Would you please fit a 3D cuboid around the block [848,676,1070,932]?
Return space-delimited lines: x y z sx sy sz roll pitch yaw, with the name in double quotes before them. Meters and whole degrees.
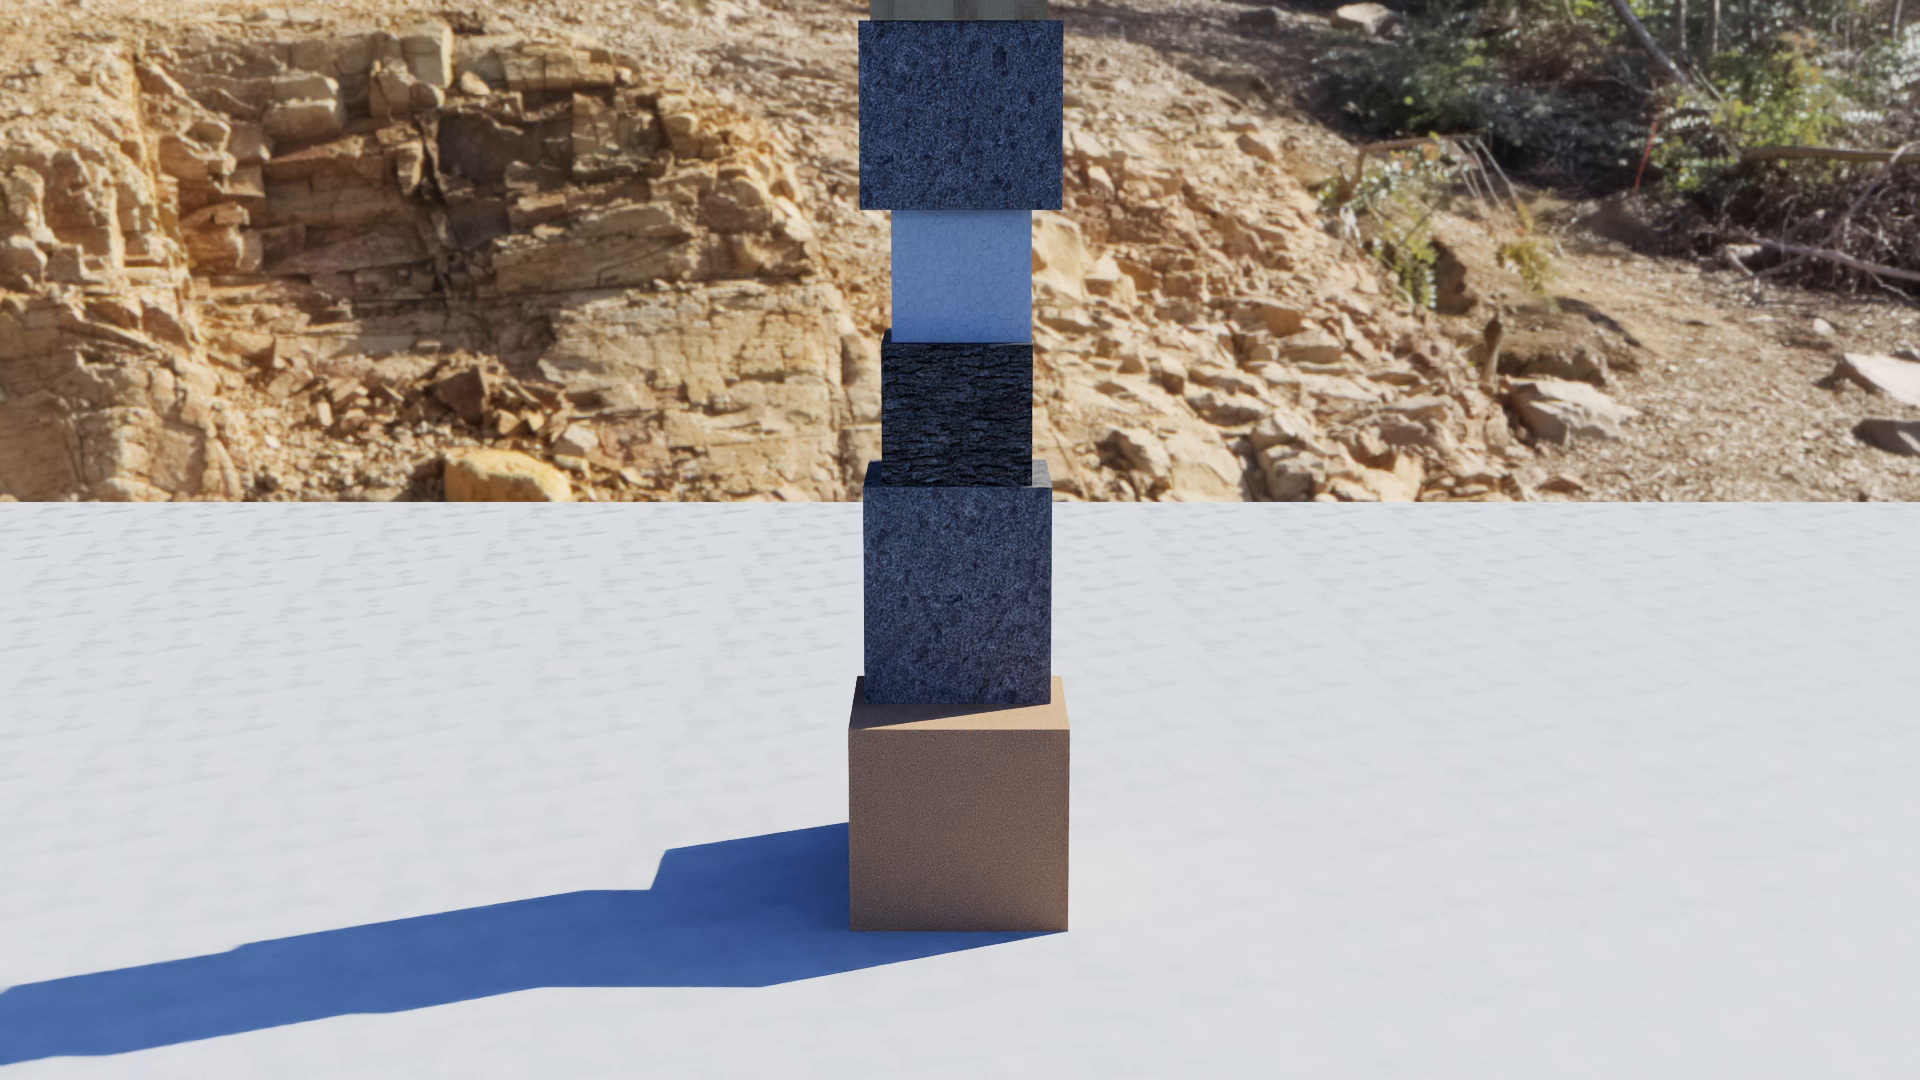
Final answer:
"block" -0.004 1.113 11.030 0.907 0.863 0.953 0 10 0

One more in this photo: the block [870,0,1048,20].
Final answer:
"block" -0.005 -2.579 10.711 0.720 0.816 0.757 0 10 0

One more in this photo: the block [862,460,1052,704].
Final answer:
"block" -0.010 0.168 11.211 0.793 0.933 0.790 0 10 0

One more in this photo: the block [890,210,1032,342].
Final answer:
"block" 0.006 -1.150 10.971 0.586 0.555 0.542 0 10 0

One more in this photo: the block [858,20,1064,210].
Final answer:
"block" 0.004 -1.800 10.853 0.836 0.767 0.710 0 10 0

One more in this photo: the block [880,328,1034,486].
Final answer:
"block" -0.013 -0.584 11.074 0.632 0.595 0.727 0 10 0
